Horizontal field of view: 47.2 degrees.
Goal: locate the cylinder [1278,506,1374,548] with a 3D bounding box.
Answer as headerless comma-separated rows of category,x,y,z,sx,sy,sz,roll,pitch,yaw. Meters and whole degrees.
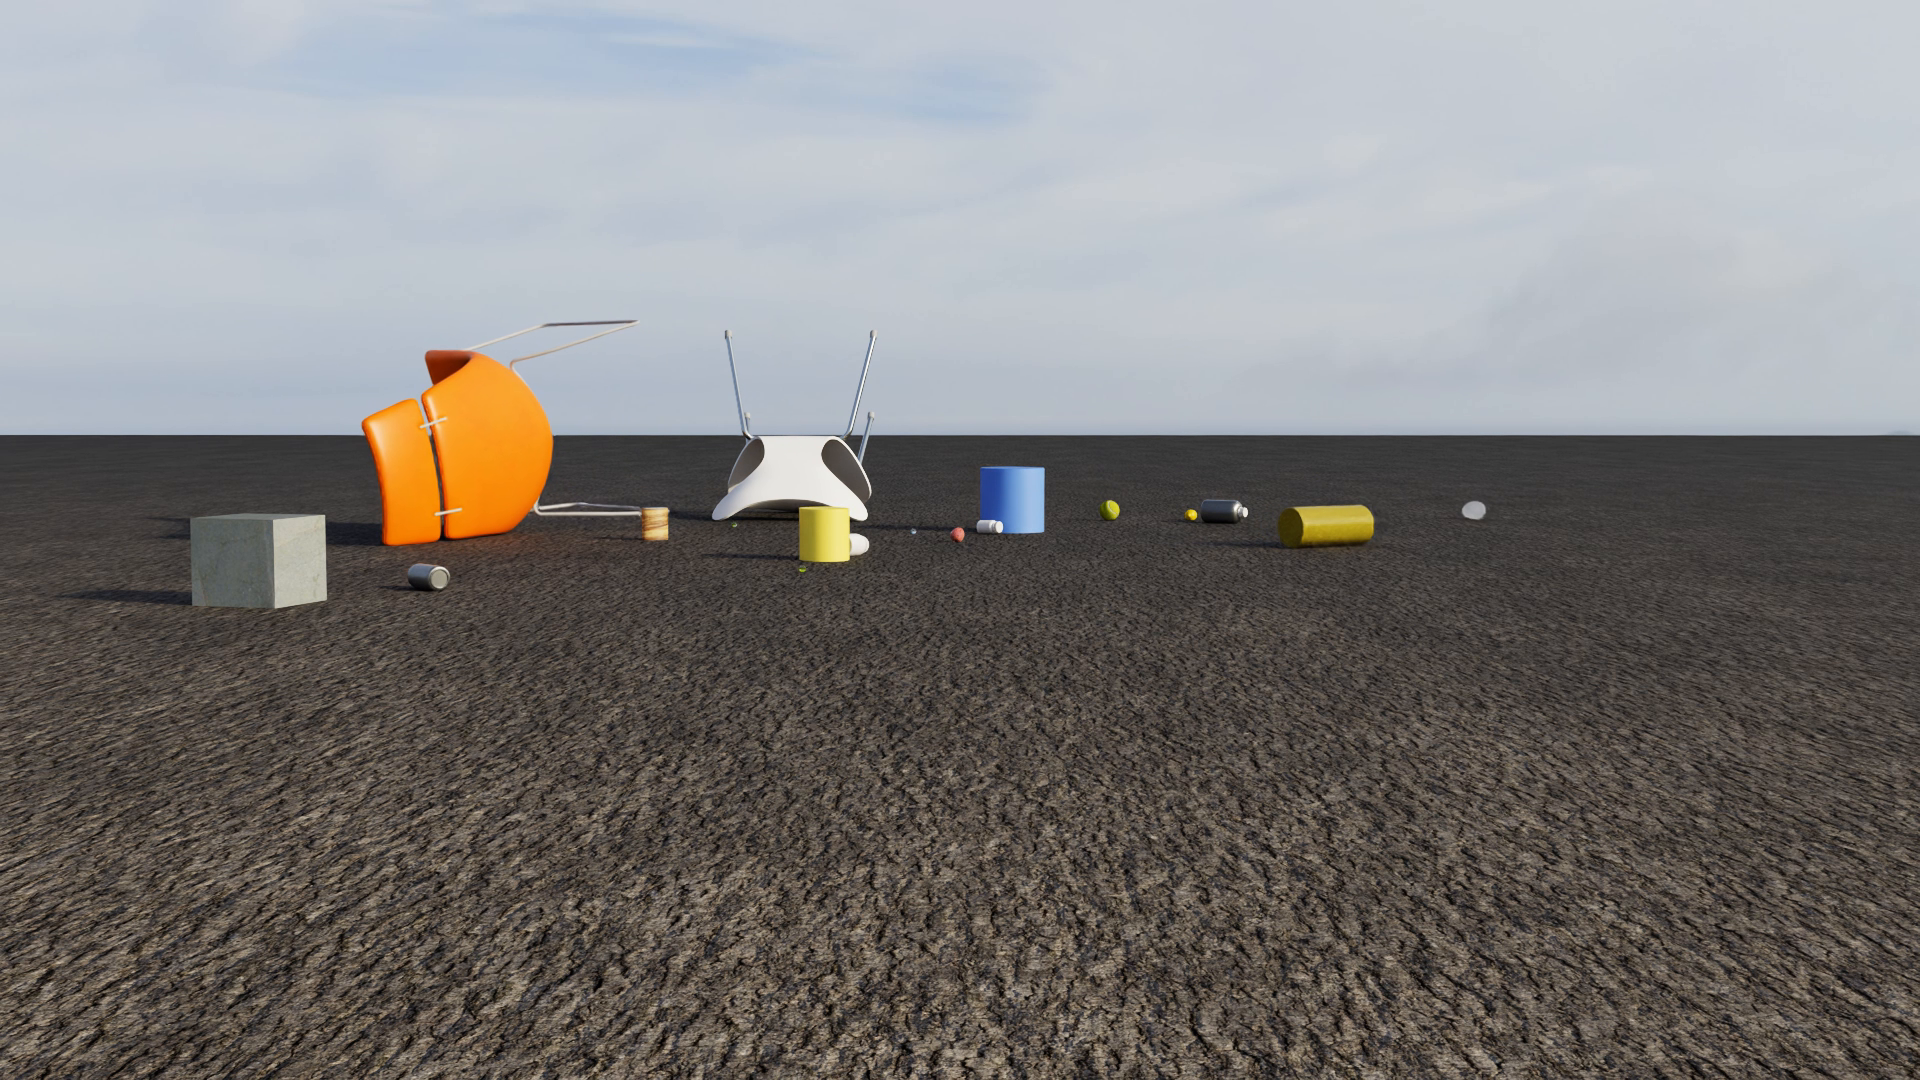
cylinder,1.045,-0.038,6.277,0.256,0.113,0.116,-2,14,-30

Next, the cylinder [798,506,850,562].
cylinder,-0.358,-0.016,5.791,0.129,0.136,0.147,-2,4,-28

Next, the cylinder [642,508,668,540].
cylinder,-0.909,-0.048,6.554,0.081,0.095,0.044,-2,4,-29

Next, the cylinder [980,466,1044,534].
cylinder,0.165,-0.128,6.945,0.204,0.201,0.196,2,4,29

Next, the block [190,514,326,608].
block,-1.471,0.041,4.616,0.199,0.182,0.186,1,4,17
